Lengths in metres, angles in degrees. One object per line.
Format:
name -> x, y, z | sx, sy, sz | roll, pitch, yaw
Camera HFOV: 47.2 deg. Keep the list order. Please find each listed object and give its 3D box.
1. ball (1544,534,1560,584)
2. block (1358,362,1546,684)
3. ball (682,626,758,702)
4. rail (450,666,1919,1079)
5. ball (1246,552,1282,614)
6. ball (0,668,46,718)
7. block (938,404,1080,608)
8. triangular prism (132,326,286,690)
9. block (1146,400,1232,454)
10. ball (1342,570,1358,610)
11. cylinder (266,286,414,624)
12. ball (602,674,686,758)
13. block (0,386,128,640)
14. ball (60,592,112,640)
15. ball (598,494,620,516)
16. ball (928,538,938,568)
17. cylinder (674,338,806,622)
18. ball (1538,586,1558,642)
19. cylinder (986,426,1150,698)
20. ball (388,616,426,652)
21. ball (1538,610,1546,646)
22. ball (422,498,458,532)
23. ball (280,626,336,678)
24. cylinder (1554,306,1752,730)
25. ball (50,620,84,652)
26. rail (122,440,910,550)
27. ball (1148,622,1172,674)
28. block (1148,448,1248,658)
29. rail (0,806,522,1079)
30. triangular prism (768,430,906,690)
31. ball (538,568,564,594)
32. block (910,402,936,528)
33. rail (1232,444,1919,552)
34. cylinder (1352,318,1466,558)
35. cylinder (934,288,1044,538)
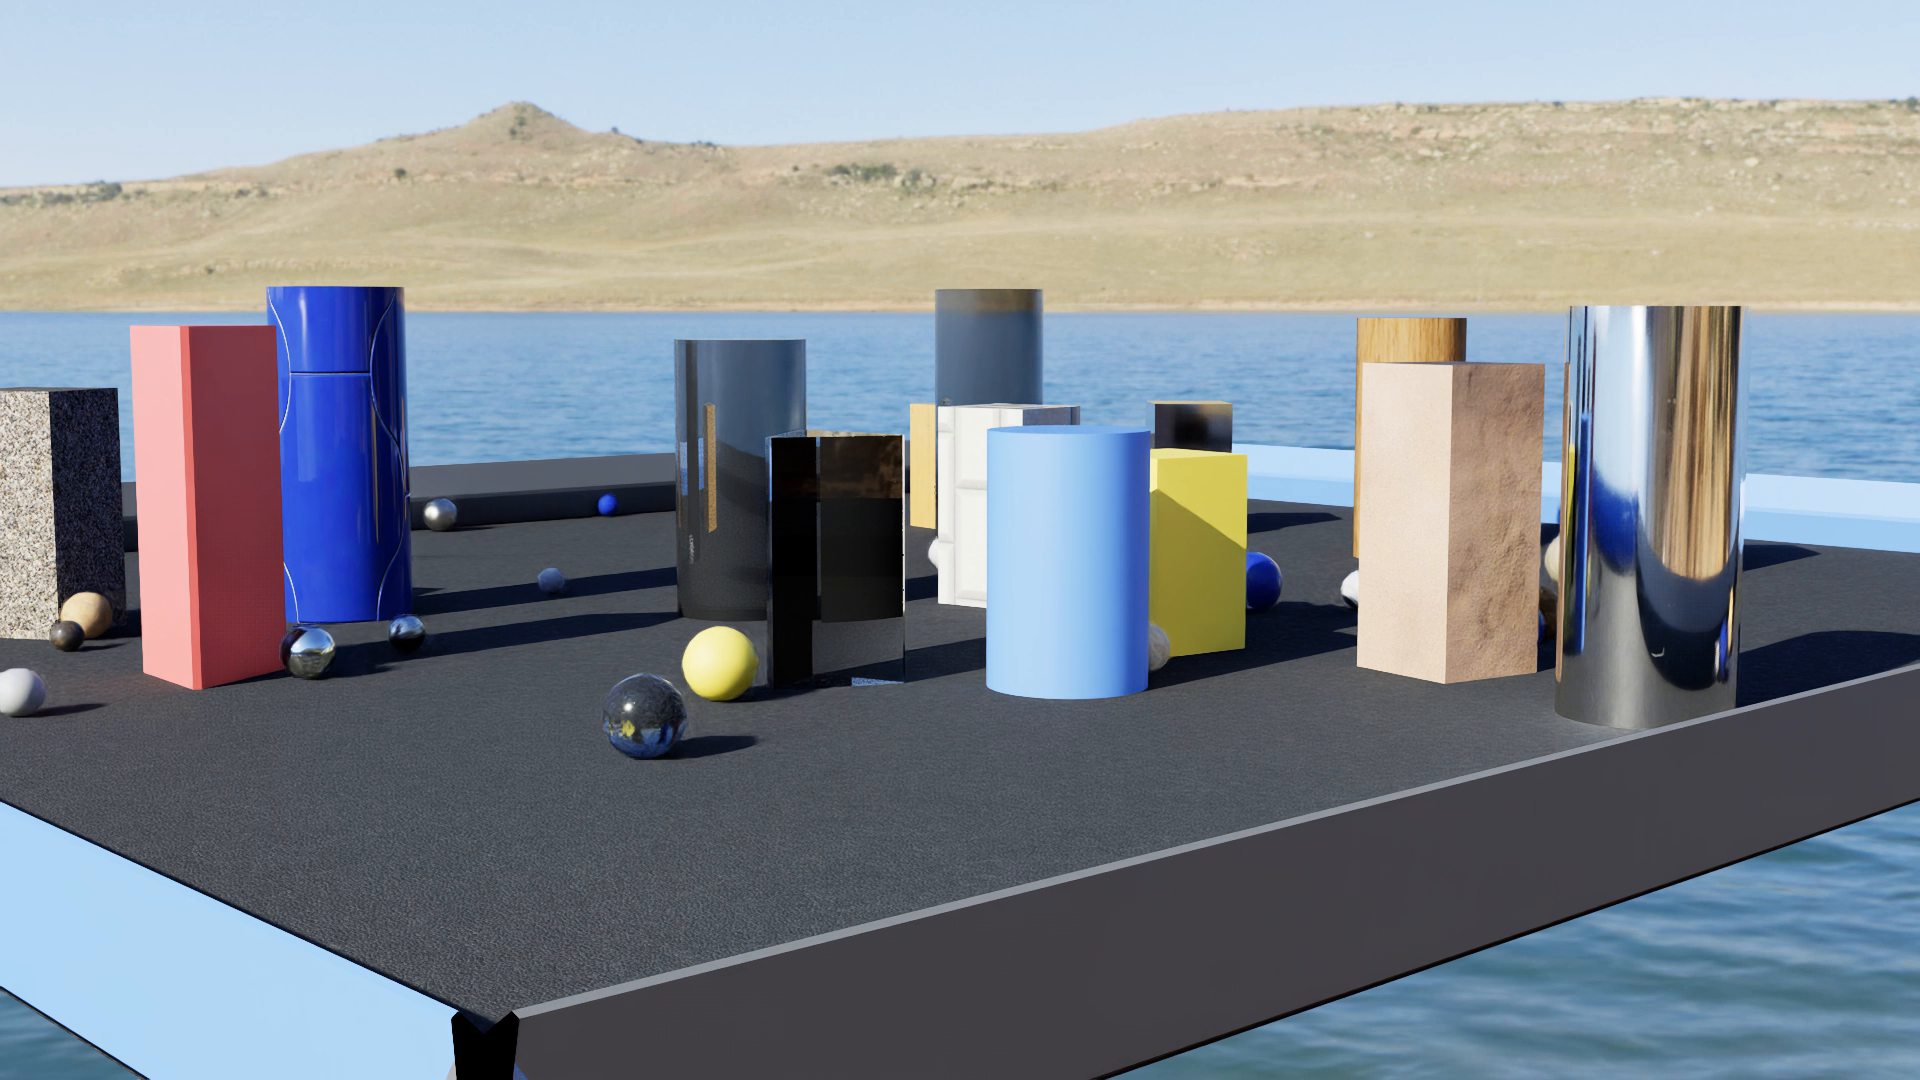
ball -> 0.974, 0.033, 3.477 | 0.096, 0.096, 0.096 | 0, 6, 0
block -> 0.602, -0.028, 2.705 | 0.154, 0.378, 0.154 | -4, 7, -32
ball -> -0.272, 0.141, 2.502 | 0.085, 0.085, 0.085 | 0, 6, 0
rail -> 1.057, 0.152, 2.192 | 3.512, 0.125, 0.045 | -6, 8, -42
ball -> 0.428, 0.062, 3.226 | 0.090, 0.090, 0.090 | 0, 6, 0
ball -> -1.030, 0.166, 2.406 | 0.054, 0.054, 0.054 | 0, 6, 0
block -> 0.075, -0.054, 3.339 | 0.154, 0.297, 0.154 | 4, 7, 36
triangular prism -> -0.893, -0.047, 2.667 | 0.144, 0.424, 0.166 | -5, 8, -40
block -> 0.457, -0.148, 4.417 | 0.154, 0.258, 0.154 | 0, 6, -2
ball -> 0.595, 0.074, 3.266 | 0.058, 0.058, 0.058 | 0, 6, 0
cylinder -> -0.897, -0.128, 3.186 | 0.192, 0.476, 0.192 | 0, 6, 0
ball -> -0.314, 0.175, 2.182 | 0.084, 0.084, 0.084 | 0, 6, 0
block -> -1.272, -0.041, 3.039 | 0.154, 0.334, 0.154 | 1, 6, 13
ball -> -1.179, 0.102, 2.970 | 0.065, 0.065, 0.065 | 0, 6, 0
ball -> -0.755, -0.073, 4.720 | 0.047, 0.047, 0.047 | 0, 6, 0
ball -> -0.025, 0.022, 3.765 | 0.057, 0.057, 0.057 | 0, 6, 0
cylinder -> -0.319, -0.093, 3.214 | 0.192, 0.400, 0.192 | 0, 6, 0
ball -> 0.774, 0.100, 2.948 | 0.074, 0.074, 0.074 | 0, 6, 0
cylinder -> 0.127, 0.021, 2.596 | 0.192, 0.303, 0.192 | 0, 6, 0
ball -> -0.720, 0.122, 2.864 | 0.047, 0.047, 0.047 | 0, 6, 0
ball -> 0.722, 0.113, 2.844 | 0.069, 0.069, 0.069 | 0, 6, 0
ball -> -1.041, -0.051, 4.402 | 0.069, 0.069, 0.069 | 0, 6, 0
ball -> -0.786, 0.135, 2.654 | 0.064, 0.064, 0.064 | 0, 6, 0
cylinder -> 0.754, -0.030, 2.399 | 0.192, 0.447, 0.192 | 0, 6, 0
ball -> -1.162, 0.125, 2.864 | 0.041, 0.041, 0.041 | 0, 6, 0
rail -> -1.057, -0.087, 4.472 | 3.512, 0.125, 0.045 | -6, 8, -42
ball -> 0.227, 0.132, 2.691 | 0.064, 0.064, 0.064 | 0, 6, 0
block -> 0.268, 0.013, 2.898 | 0.154, 0.255, 0.154 | -4, 7, -35
rail -> -1.273, 0.155, 2.164 | 0.045, 0.125, 3.166 | -6, 8, -42
triangular prism -> -0.168, 0.019, 2.652 | 0.166, 0.296, 0.144 | -2, 6, -19
ball -> -0.639, 0.065, 3.438 | 0.040, 0.040, 0.040 | 0, 6, 0
block -> 0.005, -0.153, 4.504 | 0.154, 0.251, 0.154 | -4, 7, -36
rail -> 1.273, -0.090, 4.500 | 0.045, 0.125, 3.166 | -6, 8, -42
cylinder -> 0.806, -0.183, 3.944 | 0.192, 0.428, 0.192 | 0, 6, 0
cylinder -> 0.052, -0.204, 3.901 | 0.192, 0.478, 0.192 | 0, 6, 0
